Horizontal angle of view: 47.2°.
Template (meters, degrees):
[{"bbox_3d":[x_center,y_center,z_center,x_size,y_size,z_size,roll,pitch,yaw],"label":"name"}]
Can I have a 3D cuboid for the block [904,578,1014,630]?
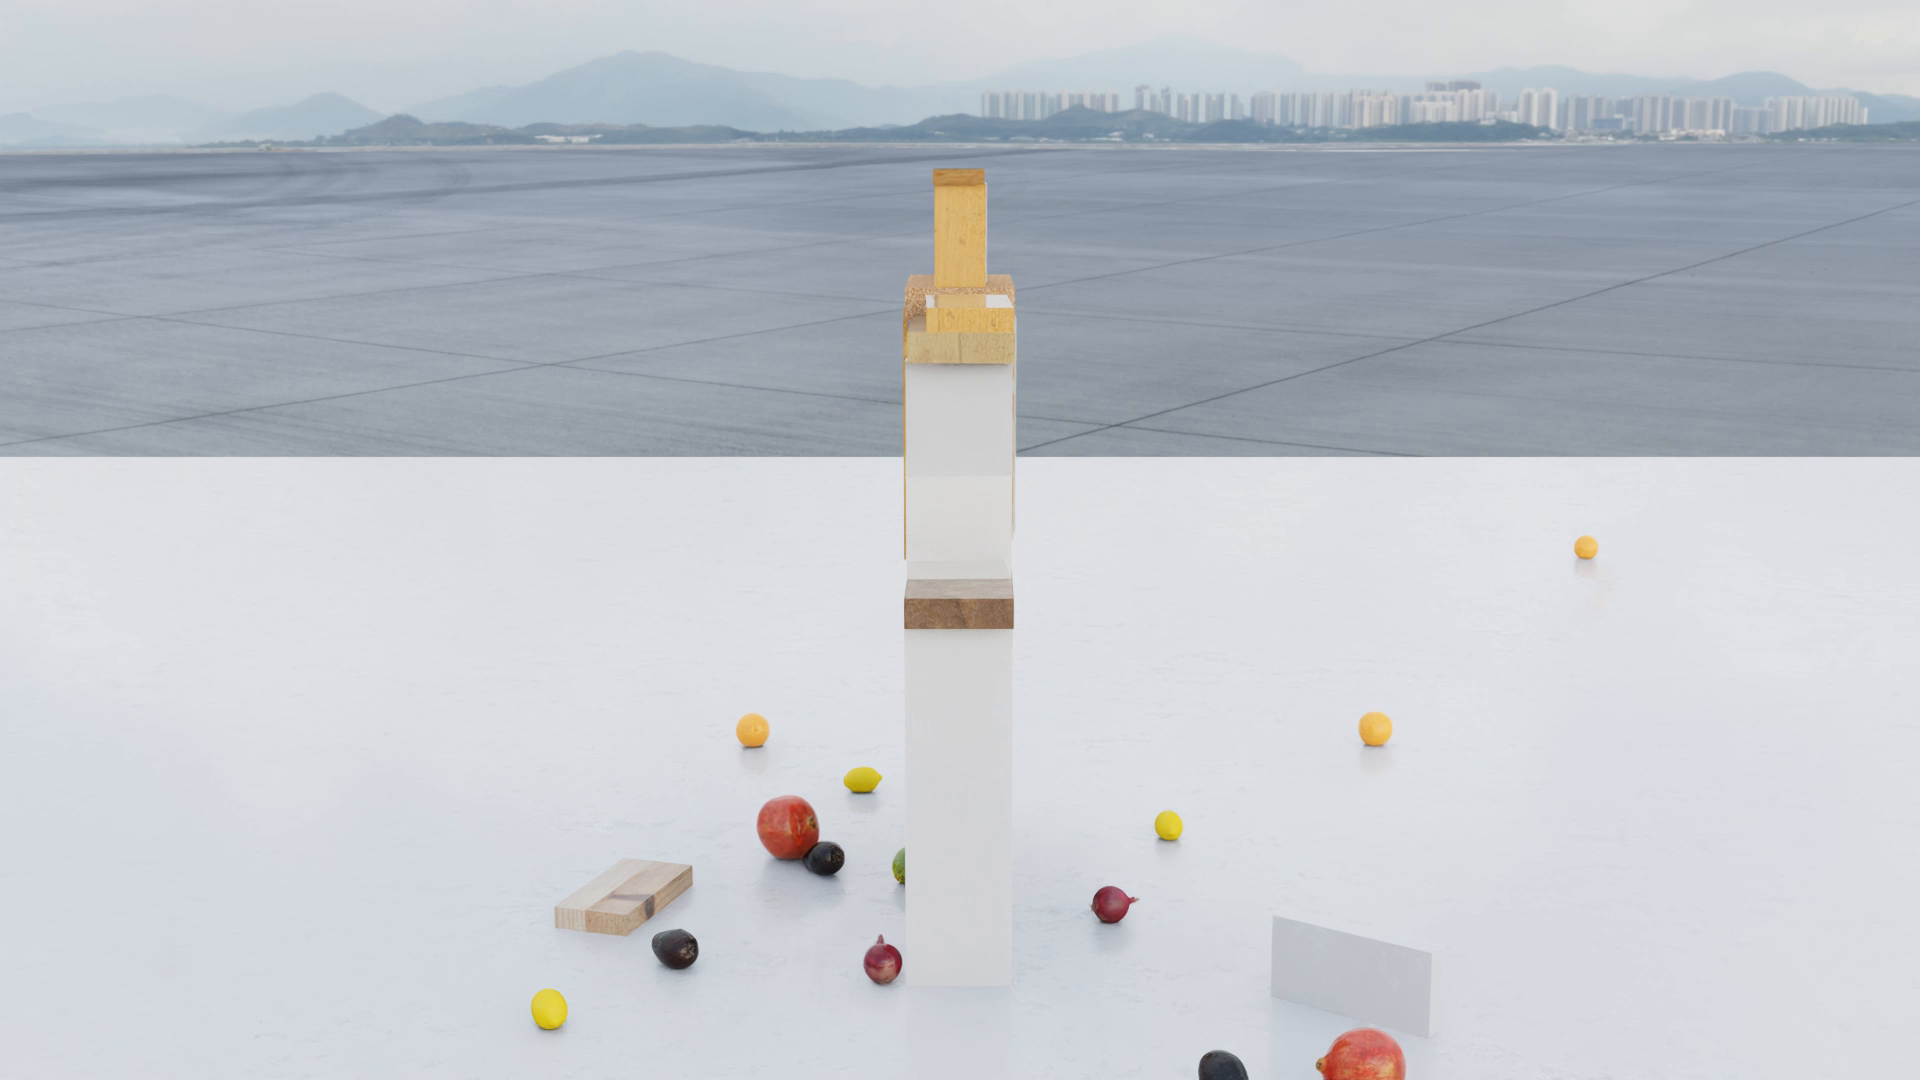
[{"bbox_3d":[0.000,0.077,3.291,0.157,0.044,0.314,0,11,0],"label":"block"}]

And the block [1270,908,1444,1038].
[{"bbox_3d":[0.568,0.620,3.161,0.252,0.126,0.036,8,13,36],"label":"block"}]

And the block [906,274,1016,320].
[{"bbox_3d":[0.000,-0.405,3.650,0.174,0.049,0.347,0,10,0],"label":"block"}]

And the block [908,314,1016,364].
[{"bbox_3d":[0.003,-0.306,3.327,0.156,0.044,0.311,0,11,1],"label":"block"}]

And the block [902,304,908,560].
[{"bbox_3d":[-0.009,-0.185,3.807,0.174,0.440,0.049,1,11,4],"label":"block"}]

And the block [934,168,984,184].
[{"bbox_3d":[-0.002,-0.585,3.538,0.081,0.023,0.162,0,10,0],"label":"block"}]

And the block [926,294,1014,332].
[{"bbox_3d":[0.012,-0.340,3.296,0.126,0.036,0.252,0,11,-1],"label":"block"}]

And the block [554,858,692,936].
[{"bbox_3d":[-0.549,0.583,3.607,0.126,0.036,0.252,3,11,17],"label":"block"}]

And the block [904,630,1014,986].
[{"bbox_3d":[-0.002,0.389,3.242,0.157,0.551,0.044,0,11,0],"label":"block"}]

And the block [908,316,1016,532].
[{"bbox_3d":[0.004,-0.188,3.569,0.174,0.347,0.049,0,10,1],"label":"block"}]

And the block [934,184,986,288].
[{"bbox_3d":[0.000,-0.484,3.498,0.081,0.162,0.023,0,10,-2],"label":"block"}]

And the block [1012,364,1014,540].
[{"bbox_3d":[0.006,-0.156,3.493,0.156,0.311,0.044,5,12,27],"label":"block"}]

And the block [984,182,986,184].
[{"bbox_3d":[0.003,-0.504,3.606,0.081,0.162,0.023,0,10,-2],"label":"block"}]

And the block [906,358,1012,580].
[{"bbox_3d":[-0.002,-0.106,3.261,0.156,0.325,0.044,0,11,-2],"label":"block"}]
